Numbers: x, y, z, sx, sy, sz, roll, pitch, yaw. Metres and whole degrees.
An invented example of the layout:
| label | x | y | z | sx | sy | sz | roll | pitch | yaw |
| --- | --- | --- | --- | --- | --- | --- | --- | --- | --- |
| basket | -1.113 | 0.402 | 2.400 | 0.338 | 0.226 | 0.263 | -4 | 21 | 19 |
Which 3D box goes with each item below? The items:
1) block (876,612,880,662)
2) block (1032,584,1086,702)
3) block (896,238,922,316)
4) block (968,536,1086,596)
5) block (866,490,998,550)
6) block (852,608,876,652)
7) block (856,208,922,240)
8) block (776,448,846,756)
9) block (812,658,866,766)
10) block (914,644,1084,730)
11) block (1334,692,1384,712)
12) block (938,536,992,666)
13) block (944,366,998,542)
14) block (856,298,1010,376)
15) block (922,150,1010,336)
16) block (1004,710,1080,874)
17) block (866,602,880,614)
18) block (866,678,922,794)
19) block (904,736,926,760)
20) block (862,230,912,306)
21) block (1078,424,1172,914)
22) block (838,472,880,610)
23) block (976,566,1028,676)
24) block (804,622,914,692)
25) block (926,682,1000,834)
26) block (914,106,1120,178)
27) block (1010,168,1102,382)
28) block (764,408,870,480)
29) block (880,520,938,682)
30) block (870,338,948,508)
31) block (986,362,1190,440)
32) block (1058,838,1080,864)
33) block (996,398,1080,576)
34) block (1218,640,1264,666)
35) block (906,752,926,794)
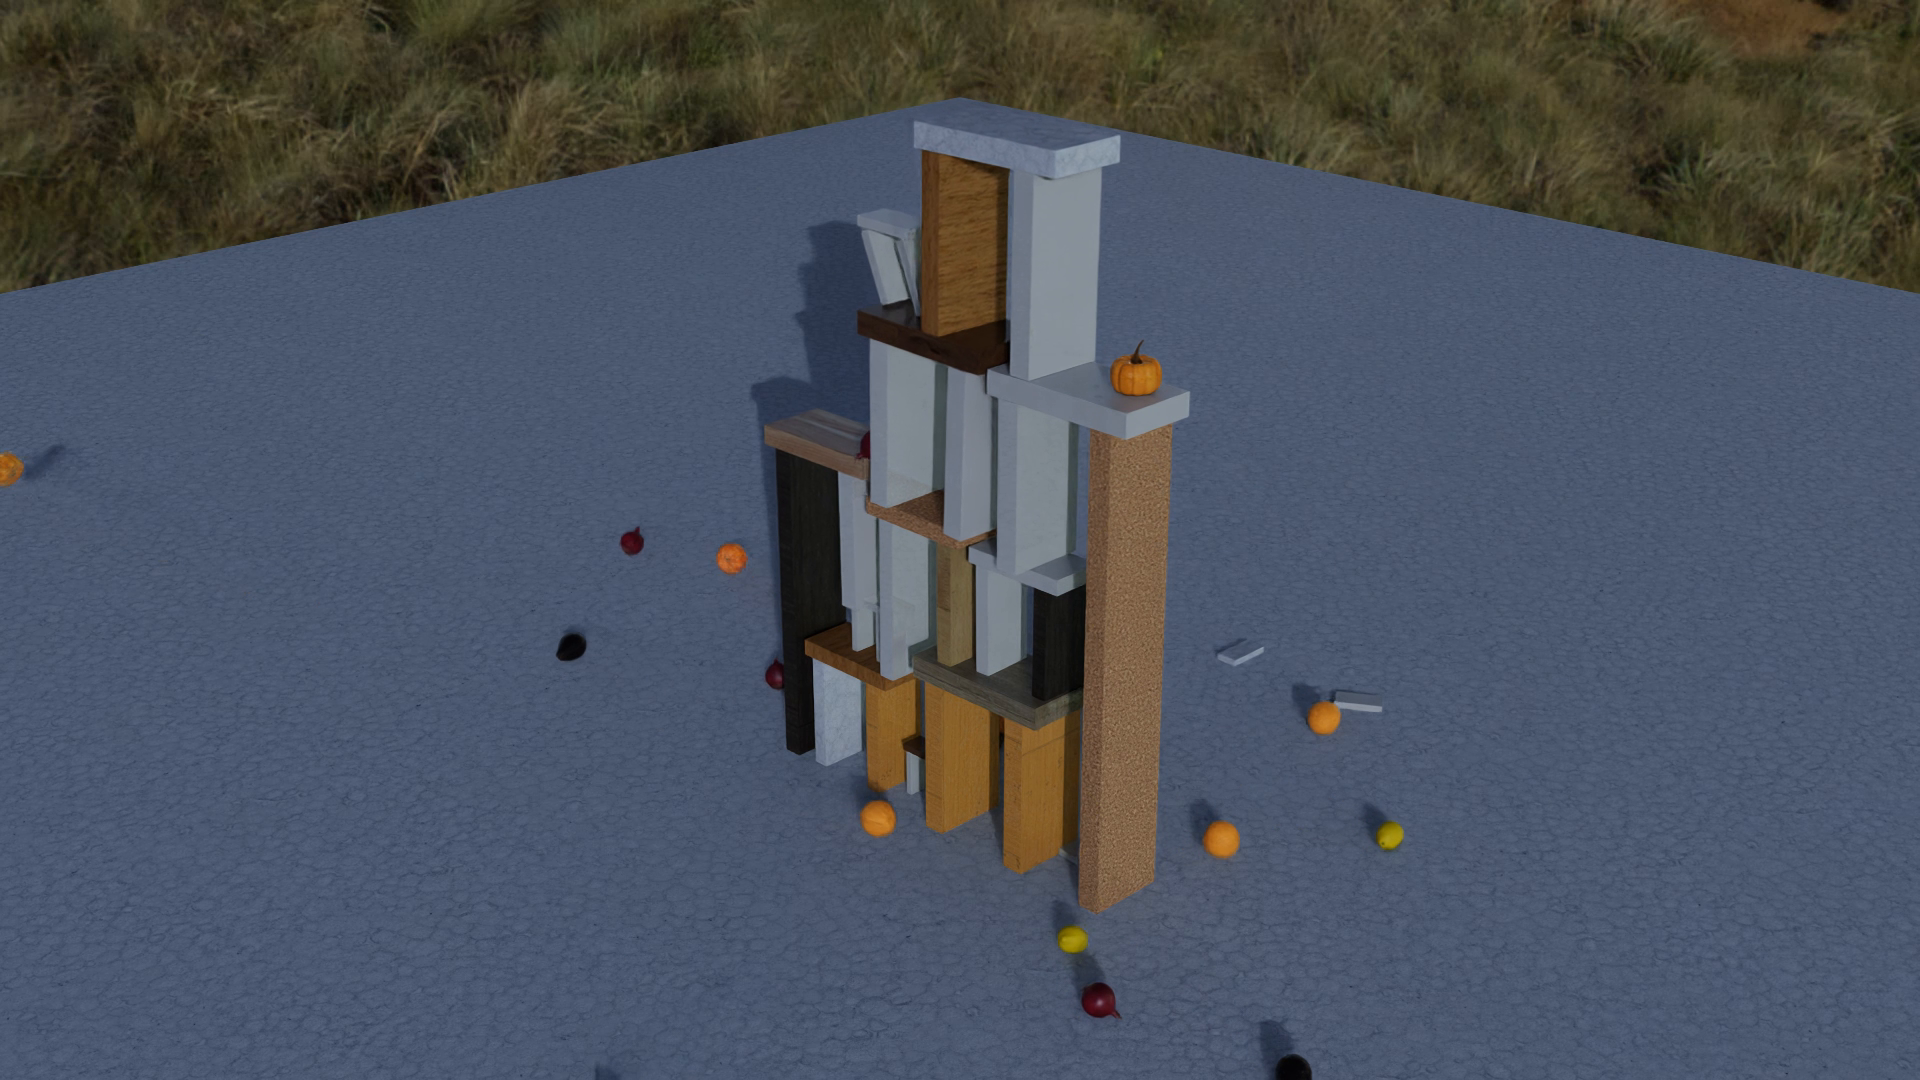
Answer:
| label | x | y | z | sx | sy | sz | roll | pitch | yaw |
| --- | --- | --- | --- | --- | --- | --- | --- | --- | --- |
| block | -0.145 | 0.190 | 4.464 | 0.015 | 0.109 | 0.054 | 21 | 31 | 40 |
| block | 0.186 | 0.179 | 4.106 | 0.112 | 0.223 | 0.032 | -21 | 31 | -40 |
| block | -0.066 | -0.493 | 4.088 | 0.072 | 0.144 | 0.020 | -20 | 6 | -38 |
| block | 0.135 | 0.042 | 4.102 | 0.223 | 0.032 | 0.112 | 21 | 31 | 40 |
| block | -0.049 | -0.050 | 4.241 | 0.126 | 0.036 | 0.252 | -21 | 31 | -40 |
| block | -0.197 | 0.170 | 4.511 | 0.015 | 0.109 | 0.054 | 21 | 31 | 40 |
| block | -0.118 | -0.591 | 4.113 | 0.072 | 0.020 | 0.144 | -20 | 30 | -39 |
| block | -0.307 | 0.115 | 4.607 | 0.041 | 0.690 | 0.144 | 21 | 31 | 40 |
| block | -0.251 | 0.344 | 4.639 | 0.034 | 0.243 | 0.122 | 21 | 31 | 41 |
| block | 0.081 | 0.268 | 4.242 | 0.324 | 0.046 | 0.162 | 21 | 31 | 40 |
| block | 0.888 | 0.360 | 4.894 | 0.104 | 0.015 | 0.052 | 5 | 24 | 12 |
| block | 0.013 | 0.106 | 4.241 | 0.036 | 0.252 | 0.126 | 21 | 30 | 40 |
| block | 0.050 | -0.177 | 4.072 | 0.166 | 0.332 | 0.047 | -20 | 33 | -39 |
| block | -0.020 | -0.384 | 4.071 | 0.166 | 0.047 | 0.332 | -20 | 30 | -39 |
| block | 0.009 | -0.548 | 3.969 | 0.167 | 0.334 | 0.047 | -19 | 30 | -38 |
| block | 0.158 | 0.467 | 4.245 | 0.162 | 0.324 | 0.046 | -21 | 31 | -40 |
| block | -0.171 | 0.122 | 4.464 | 0.054 | 0.015 | 0.109 | -21 | 31 | -40 |
| block | -0.136 | 0.389 | 4.533 | 0.034 | 0.243 | 0.122 | 21 | 31 | 41 |
| block | -0.065 | 0.429 | 4.483 | 0.097 | 0.014 | 0.049 | 21 | 31 | 41 |
| block | -0.134 | -0.520 | 4.151 | 0.072 | 0.144 | 0.020 | -19 | 6 | -38 |
| block | 0.298 | 0.231 | 3.993 | 0.047 | 0.955 | 0.165 | 21 | 31 | 41 |
| block | -0.173 | -0.017 | 4.402 | 0.144 | 0.288 | 0.041 | -21 | 30 | -41 |
| block | 0.080 | 0.137 | 4.204 | 0.032 | 0.223 | 0.112 | 19 | 30 | 39 |
| block | -0.193 | 0.239 | 4.532 | 0.243 | 0.034 | 0.121 | 21 | 31 | 40 |
| block | 0.005 | 0.408 | 4.385 | 0.162 | 0.324 | 0.046 | -21 | 31 | -41 |
| block | 0.097 | -0.693 | 3.822 | 0.334 | 0.047 | 0.167 | 21 | 31 | 40 |
| block | 0.167 | -0.475 | 3.843 | 0.167 | 0.369 | 0.047 | -20 | 31 | -39 |
| block | -0.242 | -0.194 | 4.400 | 0.288 | 0.041 | 0.144 | 21 | 31 | 40 |
| block | -0.101 | 0.101 | 4.372 | 0.036 | 0.344 | 0.126 | 22 | 31 | 40 |
| block | -0.095 | -0.242 | 4.222 | 0.047 | 0.332 | 0.166 | 22 | 32 | 40 |
| block | 0.223 | -0.259 | 3.866 | 0.165 | 0.047 | 0.330 | -21 | 31 | -40 |
| block | 0.251 | 0.603 | 4.320 | 0.105 | 0.015 | 0.053 | -19 | 29 | -37 |
| block | 0.143 | -0.116 | 4.012 | 0.047 | 0.330 | 0.165 | 21 | 31 | 40 |
| block | 0.654 | 0.263 | 5.123 | 0.104 | 0.015 | 0.052 | -21 | 31 | -40 |
| block | -0.088 | 0.471 | 4.526 | 0.014 | 0.097 | 0.049 | 21 | 31 | 41 |
